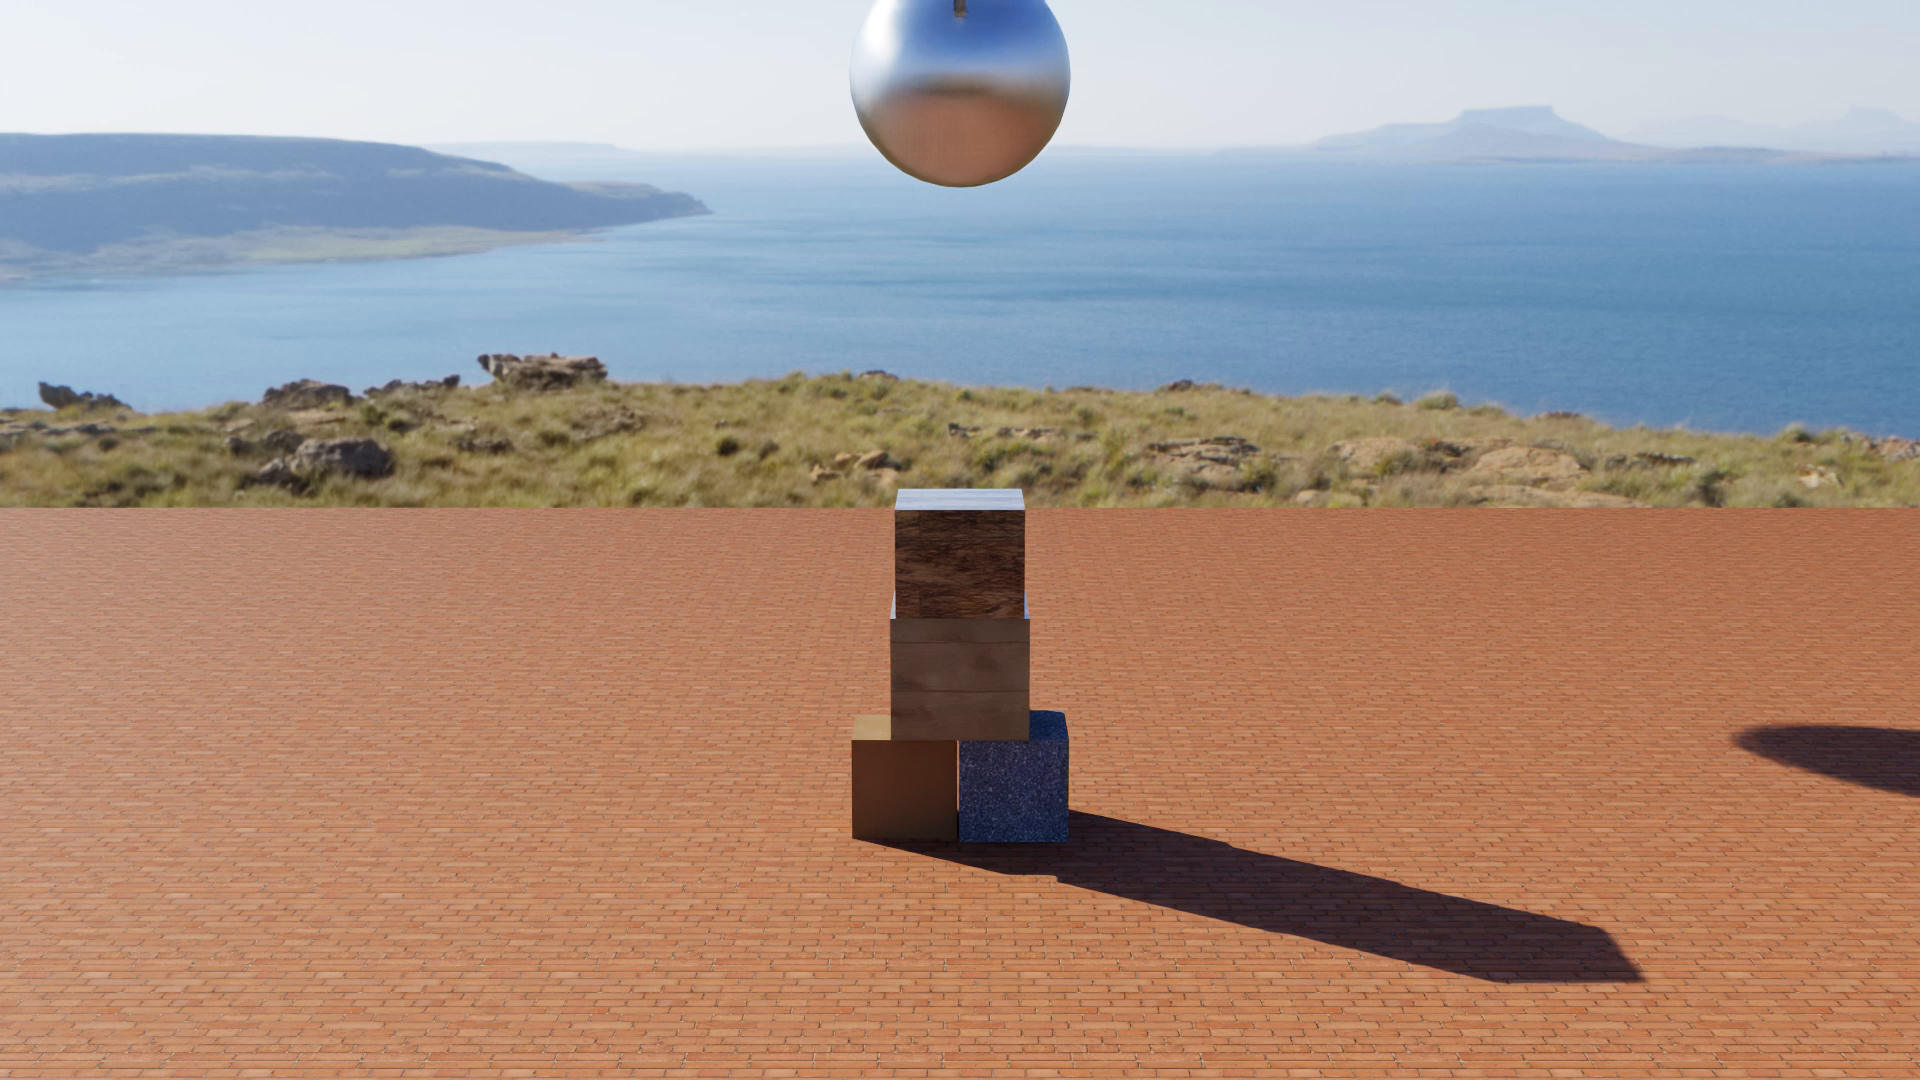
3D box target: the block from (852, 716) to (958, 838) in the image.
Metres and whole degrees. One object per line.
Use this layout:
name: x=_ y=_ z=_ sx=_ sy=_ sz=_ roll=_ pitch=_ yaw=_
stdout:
block: x=-0.282 y=1.222 z=11.399 sx=0.534 sy=0.518 sz=0.489 roll=0 pitch=10 yaw=0

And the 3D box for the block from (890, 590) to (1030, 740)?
block: x=0.000 y=0.637 z=11.312 sx=0.694 sy=0.627 sz=0.688 roll=0 pitch=10 yaw=0

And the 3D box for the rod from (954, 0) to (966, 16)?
rod: x=0.000 y=-4.528 z=12.628 sx=0.080 sy=0.080 sz=5.200 roll=0 pitch=-20 yaw=0

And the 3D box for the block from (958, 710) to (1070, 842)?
block: x=0.272 y=1.216 z=11.382 sx=0.554 sy=0.536 sz=0.582 roll=0 pitch=10 yaw=0

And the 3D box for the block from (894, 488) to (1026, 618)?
block: x=0.000 y=0.061 z=11.199 sx=0.642 sy=0.548 sz=0.658 roll=0 pitch=10 yaw=0

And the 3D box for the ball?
ball: x=0.000 y=-3.338 z=15.813 sx=1.600 sy=1.600 sz=1.600 roll=0 pitch=10 yaw=0
